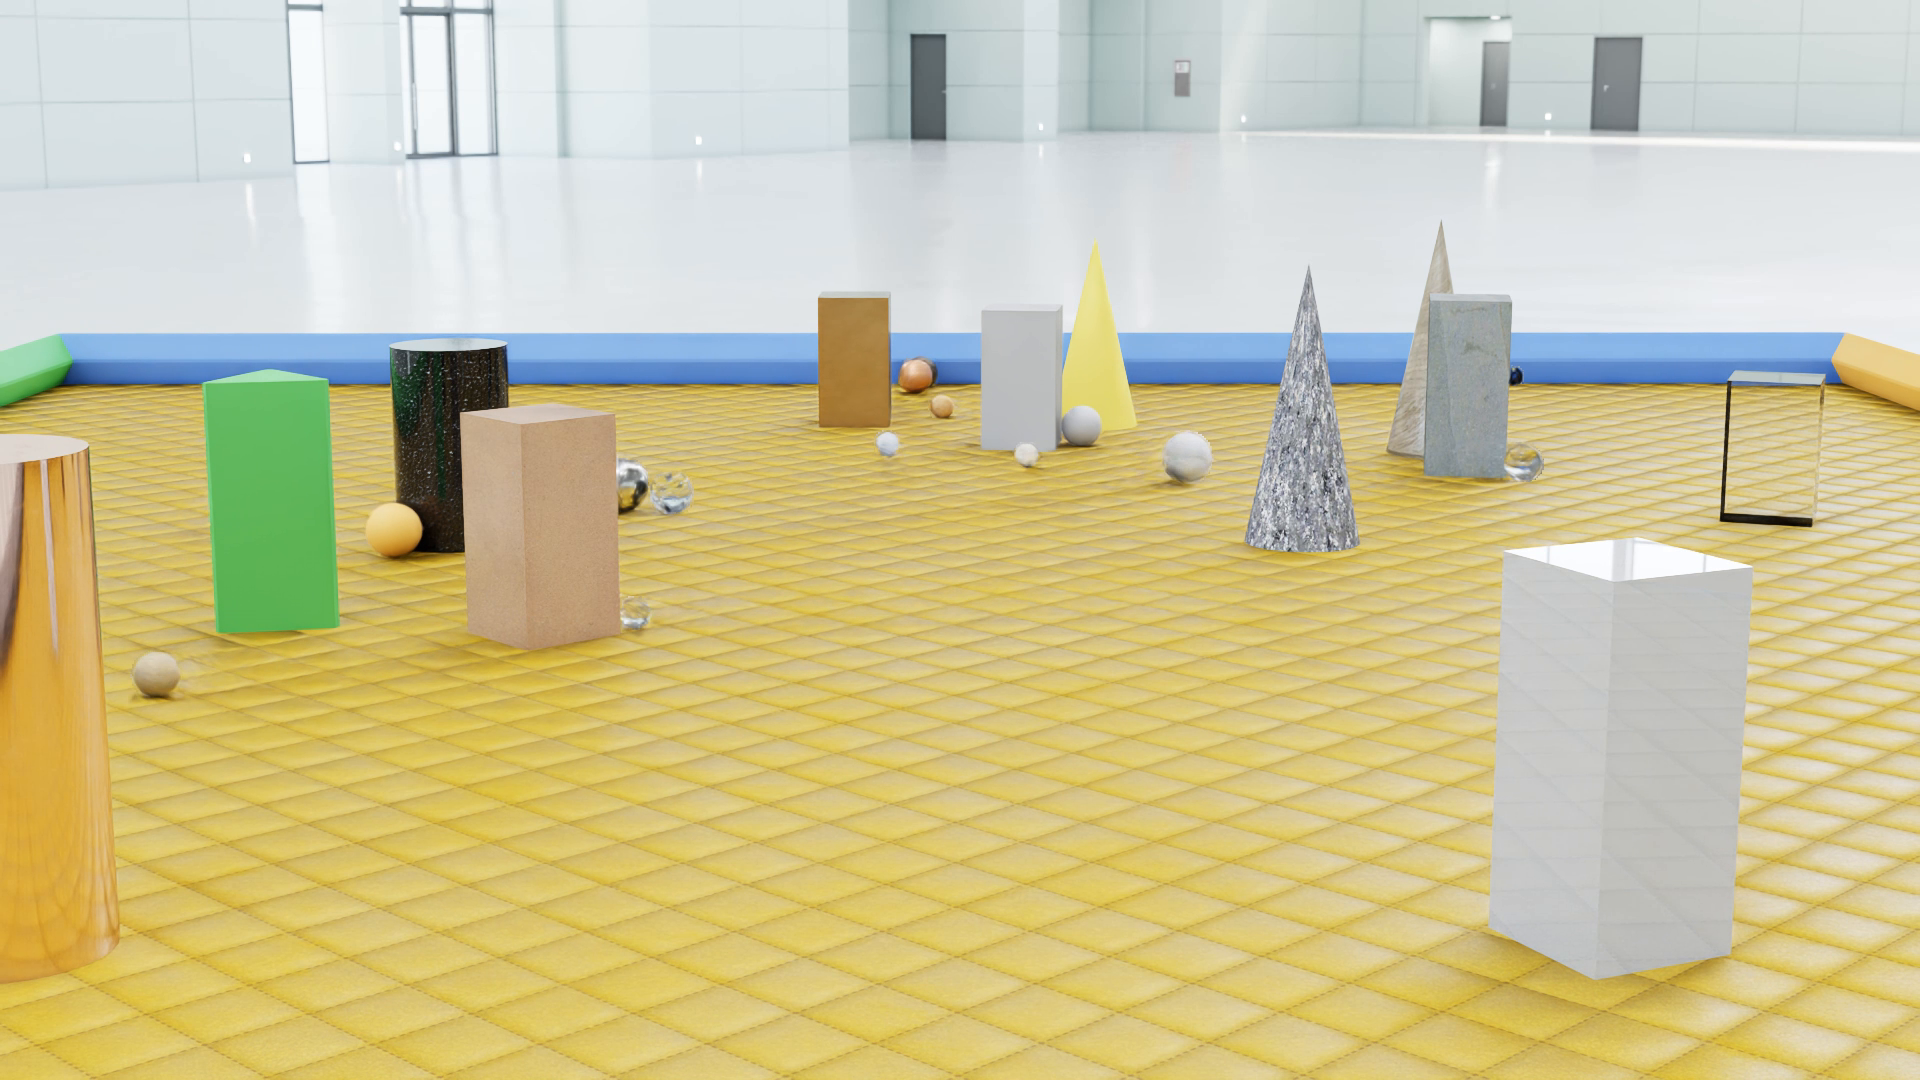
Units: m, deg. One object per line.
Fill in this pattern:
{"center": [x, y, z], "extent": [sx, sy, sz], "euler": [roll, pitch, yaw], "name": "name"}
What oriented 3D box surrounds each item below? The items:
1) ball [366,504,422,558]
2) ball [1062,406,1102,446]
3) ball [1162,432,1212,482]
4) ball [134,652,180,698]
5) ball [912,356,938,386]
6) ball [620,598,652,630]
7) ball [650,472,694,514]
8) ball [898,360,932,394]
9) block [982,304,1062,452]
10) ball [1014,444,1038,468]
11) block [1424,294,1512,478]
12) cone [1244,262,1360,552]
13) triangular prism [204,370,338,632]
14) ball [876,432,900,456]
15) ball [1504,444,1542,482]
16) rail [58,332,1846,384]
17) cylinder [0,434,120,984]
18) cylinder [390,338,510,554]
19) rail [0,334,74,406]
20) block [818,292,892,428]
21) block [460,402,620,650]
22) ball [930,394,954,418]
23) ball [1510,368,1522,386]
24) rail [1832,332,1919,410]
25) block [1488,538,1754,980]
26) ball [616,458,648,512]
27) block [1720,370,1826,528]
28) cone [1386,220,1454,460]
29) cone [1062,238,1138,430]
{"center": [-0.832, -0.014, 3.776], "extent": [0.080, 0.080, 0.080], "euler": [0, 11, 0], "name": "ball"}
{"center": [0.231, -0.216, 4.855], "extent": [0.077, 0.077, 0.077], "euler": [0, 11, 0], "name": "ball"}
{"center": [0.392, -0.142, 4.436], "extent": [0.087, 0.087, 0.087], "euler": [0, 11, 0], "name": "ball"}
{"center": [-0.925, 0.155, 2.954], "extent": [0.052, 0.052, 0.052], "euler": [0, 11, 0], "name": "ball"}
{"center": [-0.086, -0.371, 5.684], "extent": [0.073, 0.073, 0.073], "euler": [0, 11, 0], "name": "ball"}
{"center": [-0.418, 0.095, 3.304], "extent": [0.040, 0.040, 0.040], "euler": [0, 11, 0], "name": "ball"}
{"center": [-0.464, -0.076, 4.130], "extent": [0.070, 0.070, 0.070], "euler": [0, 11, 0], "name": "ball"}
{"center": [-0.098, -0.357, 5.605], "extent": [0.076, 0.076, 0.076], "euler": [0, 11, 0], "name": "ball"}
{"center": [0.118, -0.309, 4.847], "extent": [0.140, 0.262, 0.140], "euler": [1, 11, 7], "name": "block"}
{"center": [0.120, -0.152, 4.605], "extent": [0.043, 0.043, 0.043], "euler": [0, 11, 0], "name": "ball"}
{"center": [0.898, -0.275, 4.542], "extent": [0.140, 0.309, 0.140], "euler": [2, 11, 9], "name": "block"}
{"center": [0.520, -0.206, 3.863], "extent": [0.174, 0.424, 0.174], "euler": [0, 11, 0], "name": "cone"}
{"center": [-0.892, -0.054, 3.333], "extent": [0.151, 0.322, 0.131], "euler": [-2, 11, -12], "name": "triangular prism"}
{"center": [-0.134, -0.177, 4.738], "extent": [0.043, 0.043, 0.043], "euler": [0, 11, 0], "name": "ball"}
{"center": [0.976, -0.133, 4.450], "extent": [0.064, 0.064, 0.064], "euler": [0, 11, 0], "name": "ball"}
{"center": [-0.014, -0.405, 5.754], "extent": [4.021, 0.113, 0.045], "euler": [0, 11, 0], "name": "rail"}
{"center": [-0.787, 0.133, 2.085], "extent": [0.174, 0.417, 0.174], "euler": [0, 11, 0], "name": "cylinder"}
{"center": [-0.766, -0.145, 3.870], "extent": [0.174, 0.301, 0.174], "euler": [0, 11, 0], "name": "cylinder"}
{"center": [-1.987, 0.031, 3.439], "extent": [0.045, 0.113, 4.737], "euler": [0, 11, 0], "name": "rail"}
{"center": [-0.210, -0.363, 5.145], "extent": [0.140, 0.258, 0.140], "euler": [0, 11, 1], "name": "block"}
{"center": [-0.532, -0.020, 3.256], "extent": [0.140, 0.284, 0.140], "euler": [-10, 14, -41], "name": "block"}
{"center": [-0.036, -0.272, 5.229], "extent": [0.048, 0.048, 0.048], "euler": [0, 11, 0], "name": "ball"}
{"center": [1.239, -0.366, 5.745], "extent": [0.042, 0.042, 0.042], "euler": [0, 11, 0], "name": "ball"}
{"center": [1.987, 0.027, 3.462], "extent": [0.045, 0.113, 4.737], "euler": [0, 11, 0], "name": "rail"}
{"center": [0.541, 0.175, 2.111], "extent": [0.140, 0.325, 0.140], "euler": [-5, 12, -25], "name": "block"}
{"center": [-0.548, -0.089, 4.154], "extent": [0.087, 0.087, 0.087], "euler": [0, 11, 0], "name": "ball"}
{"center": [1.295, -0.147, 4.087], "extent": [0.140, 0.226, 0.140], "euler": [4, 11, 21], "name": "block"}
{"center": [0.882, -0.377, 4.739], "extent": [0.174, 0.435, 0.174], "euler": [0, 11, 0], "name": "cone"}
{"center": [0.268, -0.417, 5.110], "extent": [0.174, 0.377, 0.174], "euler": [0, 11, 0], "name": "cone"}
